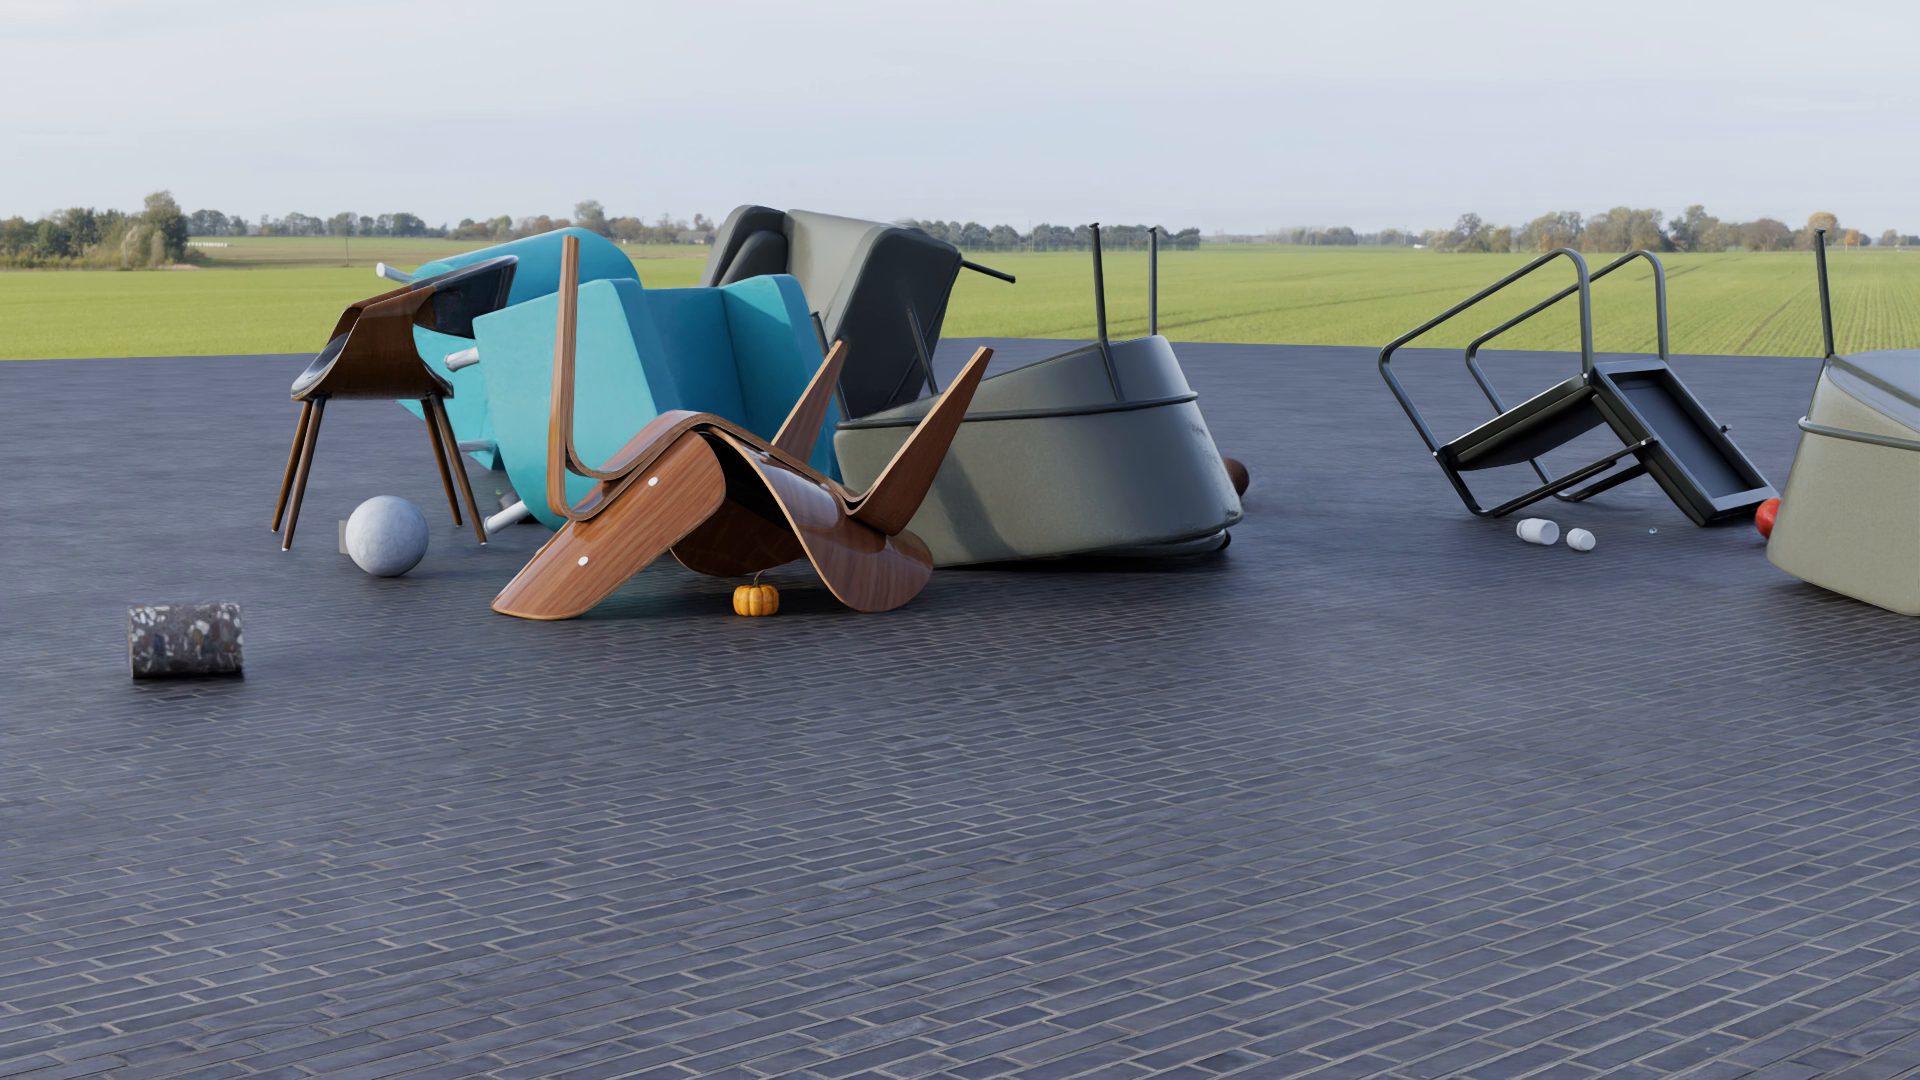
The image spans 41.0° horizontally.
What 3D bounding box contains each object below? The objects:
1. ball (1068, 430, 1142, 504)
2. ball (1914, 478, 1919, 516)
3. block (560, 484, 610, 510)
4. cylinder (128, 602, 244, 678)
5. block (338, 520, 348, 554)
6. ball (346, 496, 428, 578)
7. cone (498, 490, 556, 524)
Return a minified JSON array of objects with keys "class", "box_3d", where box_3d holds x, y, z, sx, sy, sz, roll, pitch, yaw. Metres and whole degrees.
[{"class":"ball","box_3d":[0.417,-0.212,7.424,0.213,0.213,0.213,0,6,0]},{"class":"ball","box_3d":[2.546,-0.112,6.583,0.188,0.188,0.188,0,6,0]},{"class":"block","box_3d":[-1.062,-0.121,7.279,0.115,0.064,0.079,2,6,20]},{"class":"cylinder","box_3d":[-1.283,0.166,4.246,0.172,0.113,0.134,-2,20,-21]},{"class":"block","box_3d":[-1.378,-0.007,6.101,0.131,0.078,0.154,-6,8,-44]},{"class":"ball","box_3d":[-1.255,-0.008,5.621,0.179,0.179,0.179,0,6,0]},{"class":"cone","box_3d":[-1.171,-0.067,6.855,0.162,0.094,0.095,-3,32,11]}]
